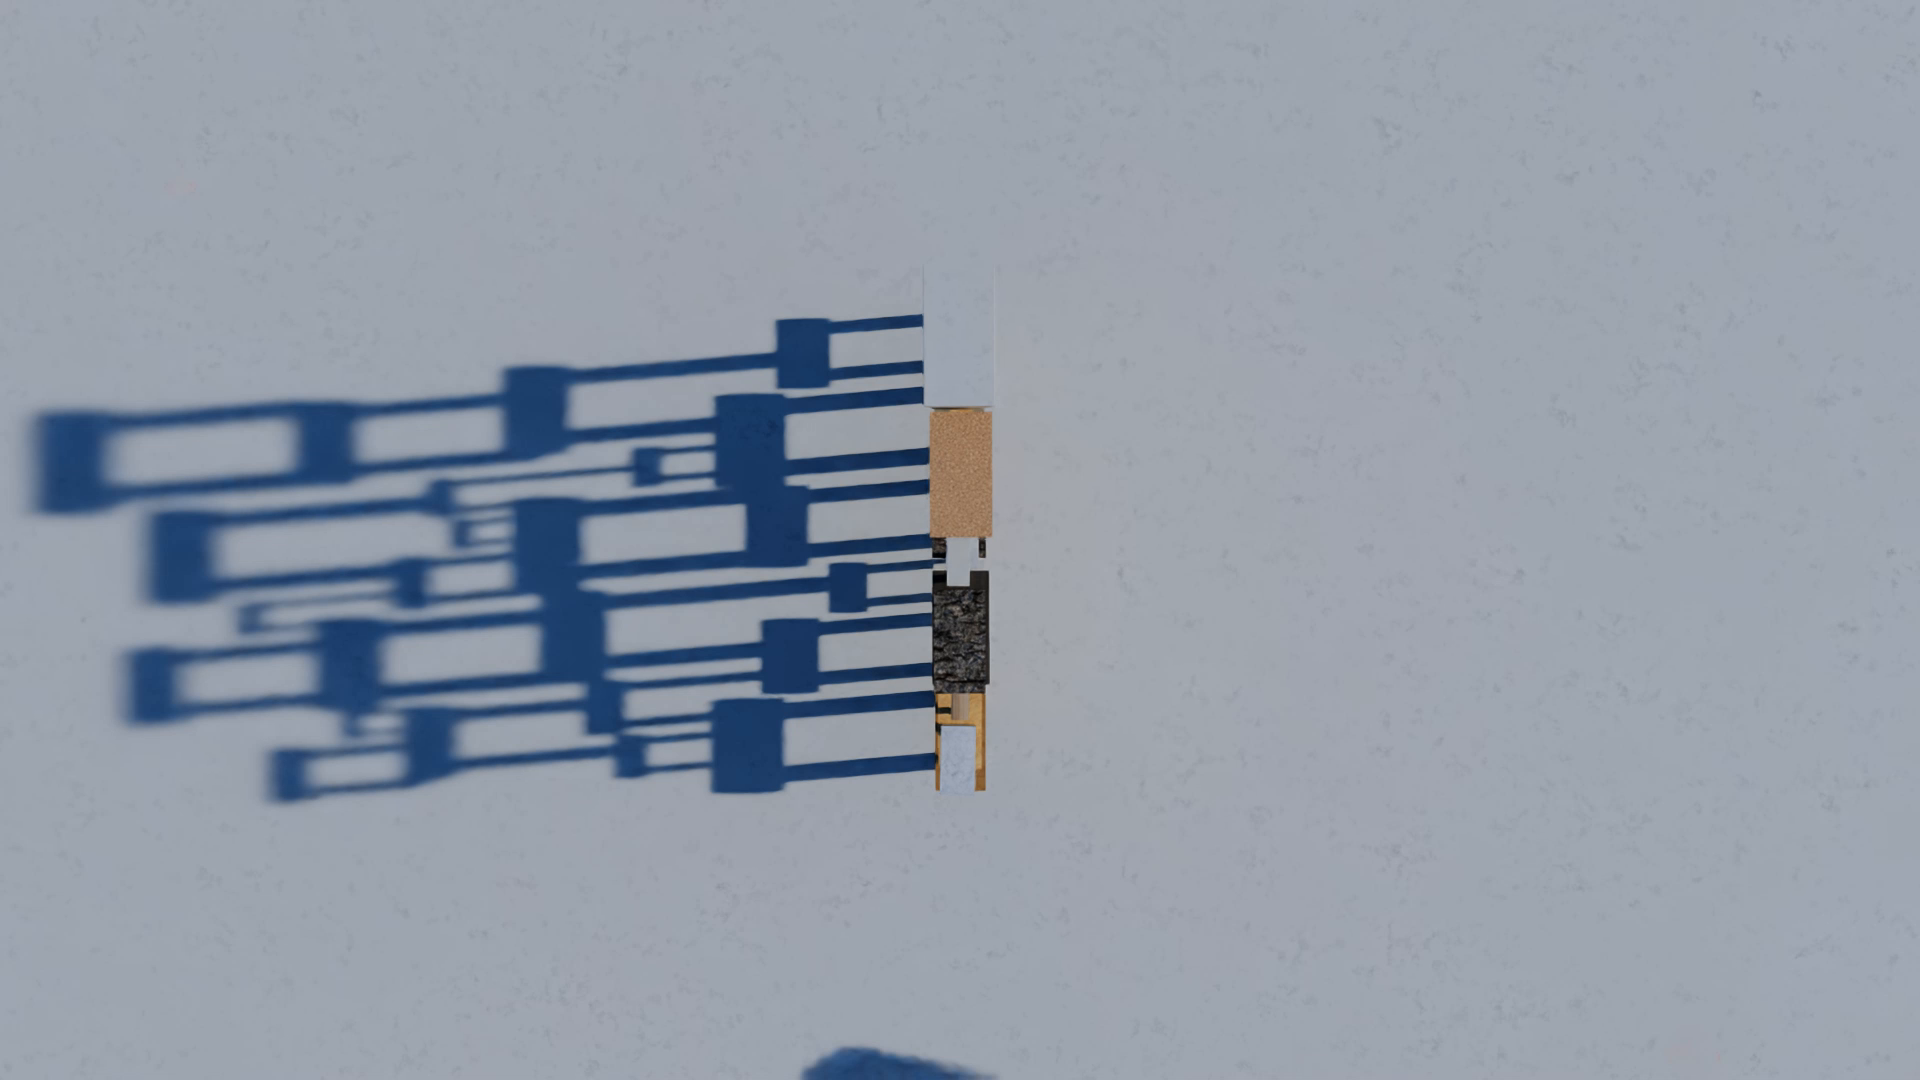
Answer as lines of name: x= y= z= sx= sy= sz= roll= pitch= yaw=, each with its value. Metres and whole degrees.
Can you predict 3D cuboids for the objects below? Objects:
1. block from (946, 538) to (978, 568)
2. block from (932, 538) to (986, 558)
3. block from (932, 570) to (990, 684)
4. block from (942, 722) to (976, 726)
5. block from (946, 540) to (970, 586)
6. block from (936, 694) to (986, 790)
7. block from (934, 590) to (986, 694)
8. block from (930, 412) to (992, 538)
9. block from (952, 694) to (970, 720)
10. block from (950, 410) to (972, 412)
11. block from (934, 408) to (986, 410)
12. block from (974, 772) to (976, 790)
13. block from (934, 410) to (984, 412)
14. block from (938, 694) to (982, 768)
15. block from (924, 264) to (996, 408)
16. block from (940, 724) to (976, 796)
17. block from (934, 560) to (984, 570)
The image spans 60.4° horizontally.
block: x=0.007 y=-0.014 z=4.635 sx=0.091 sy=0.026 sz=0.182 roll=0 pitch=90 yaw=0
block: x=-0.003 y=-0.104 z=4.852 sx=0.157 sy=0.045 sz=0.315 roll=0 pitch=90 yaw=0
block: x=0.002 y=0.240 z=4.539 sx=0.156 sy=0.044 sz=0.311 roll=0 pitch=90 yaw=0
block: x=-0.004 y=0.528 z=4.554 sx=0.094 sy=0.187 sz=0.027 roll=0 pitch=90 yaw=0
block: x=-0.004 y=0.062 z=4.387 sx=0.060 sy=0.017 sz=0.121 roll=1 pitch=90 yaw=0
block: x=0.002 y=0.625 z=5.165 sx=0.157 sy=0.044 sz=0.313 roll=0 pitch=90 yaw=0
block: x=-0.002 y=0.260 z=4.233 sx=0.132 sy=0.037 sz=0.265 roll=0 pitch=90 yaw=0
block: x=0.003 y=-0.169 z=4.275 sx=0.162 sy=0.046 sz=0.324 roll=0 pitch=90 yaw=0
block: x=0.001 y=0.446 z=4.542 sx=0.050 sy=0.014 sz=0.099 roll=0 pitch=90 yaw=1
block: x=0.004 y=-0.334 z=5.005 sx=0.067 sy=0.019 sz=0.134 roll=0 pitch=90 yaw=0
block: x=-0.002 y=-0.501 z=4.503 sx=0.143 sy=0.041 sz=0.286 roll=0 pitch=90 yaw=1
block: x=-0.005 y=0.655 z=4.555 sx=0.094 sy=0.187 sz=0.027 roll=4 pitch=92 yaw=-1
block: x=-0.003 y=-0.392 z=5.170 sx=0.154 sy=0.044 sz=0.308 roll=0 pitch=90 yaw=0
block: x=0.000 y=0.521 z=4.666 sx=0.123 sy=0.035 sz=0.247 roll=0 pitch=90 yaw=0
block: x=-0.002 y=-0.507 z=4.105 sx=0.176 sy=0.050 sz=0.353 roll=0 pitch=90 yaw=1
block: x=-0.006 y=0.594 z=4.447 sx=0.094 sy=0.027 sz=0.187 roll=1 pitch=90 yaw=0
block: x=-0.003 y=0.209 z=4.893 sx=0.150 sy=0.043 sz=0.301 roll=0 pitch=90 yaw=0
